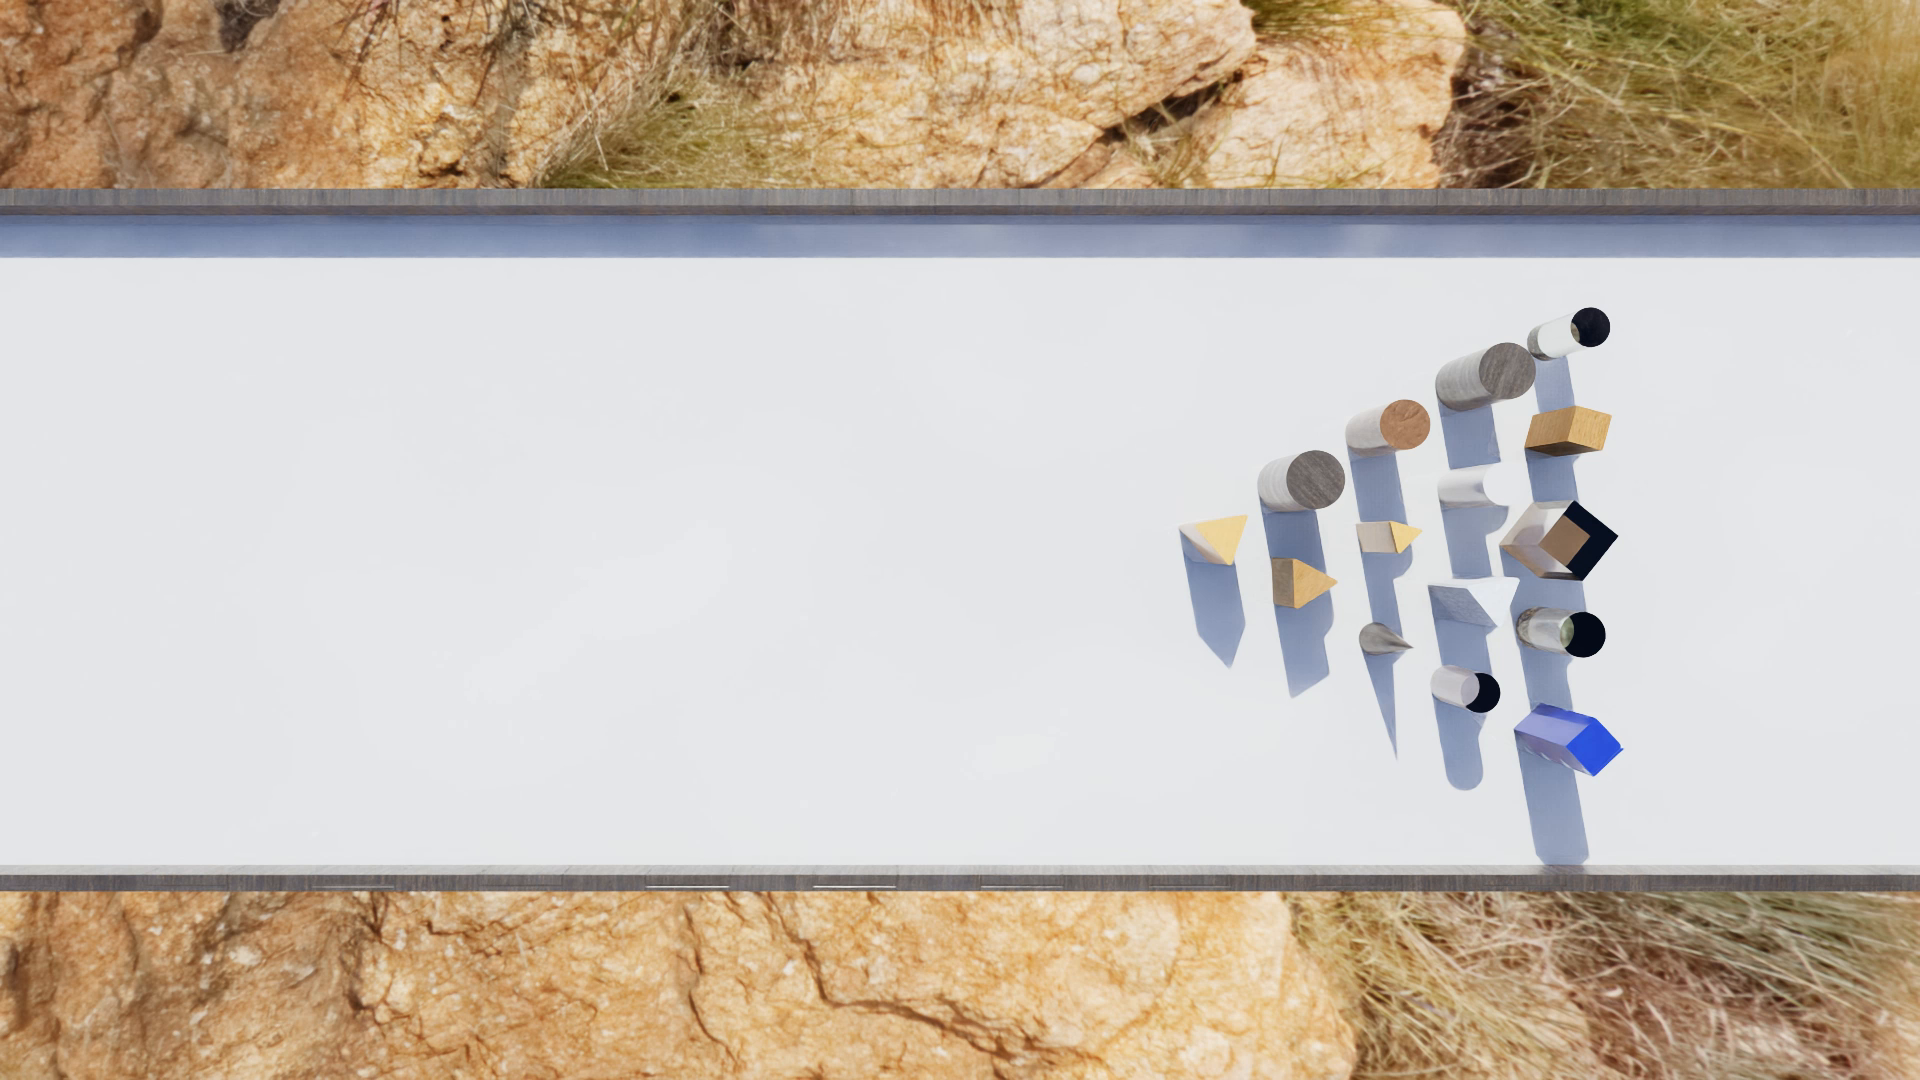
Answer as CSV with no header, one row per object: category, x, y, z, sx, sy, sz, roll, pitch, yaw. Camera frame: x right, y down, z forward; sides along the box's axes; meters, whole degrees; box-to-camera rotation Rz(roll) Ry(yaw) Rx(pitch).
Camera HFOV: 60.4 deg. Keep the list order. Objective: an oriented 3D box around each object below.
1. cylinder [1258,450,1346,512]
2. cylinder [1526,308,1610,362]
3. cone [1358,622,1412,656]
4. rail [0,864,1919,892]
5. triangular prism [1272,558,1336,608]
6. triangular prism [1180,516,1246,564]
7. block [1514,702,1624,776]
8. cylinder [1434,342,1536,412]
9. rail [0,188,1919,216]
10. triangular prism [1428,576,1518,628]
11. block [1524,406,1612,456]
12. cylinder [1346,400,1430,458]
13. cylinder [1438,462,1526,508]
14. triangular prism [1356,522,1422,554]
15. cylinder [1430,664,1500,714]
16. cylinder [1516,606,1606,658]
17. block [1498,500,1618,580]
cylinder,0.997,-0.169,4.850,0.167,0.453,0.167,0,90,0
cylinder,1.802,-0.608,4.896,0.116,0.362,0.116,0,90,0
cone,1.278,0.304,4.858,0.103,0.437,0.103,0,90,0
rail,-2.247,1.025,5.001,12.000,0.150,0.050,0,90,0
triangular prism,0.995,0.107,4.913,0.143,0.327,0.123,-32,90,0
triangular prism,0.771,-0.028,4.893,0.130,0.368,0.150,-41,90,0
block,1.786,0.584,4.858,0.118,0.438,0.118,-43,90,0
cylinder,1.543,-0.477,4.862,0.162,0.429,0.162,0,90,0
rail,-2.247,-1.025,5.002,12.000,0.150,0.050,0,90,0
triangular prism,1.535,0.151,4.876,0.128,0.401,0.147,-39,90,0
block,1.800,-0.320,4.895,0.105,0.364,0.105,15,90,0
cylinder,1.257,-0.326,4.865,0.144,0.422,0.144,0,90,0
cylinder,1.530,-0.158,4.854,0.122,0.445,0.122,0,90,0
triangular prism,1.246,-0.023,4.869,0.093,0.416,0.080,-44,90,0
cylinder,1.506,0.442,4.924,0.117,0.306,0.117,0,90,0
cylinder,1.777,0.271,4.890,0.132,0.373,0.132,0,90,0
block,1.773,0.001,4.903,0.166,0.348,0.166,39,90,0
